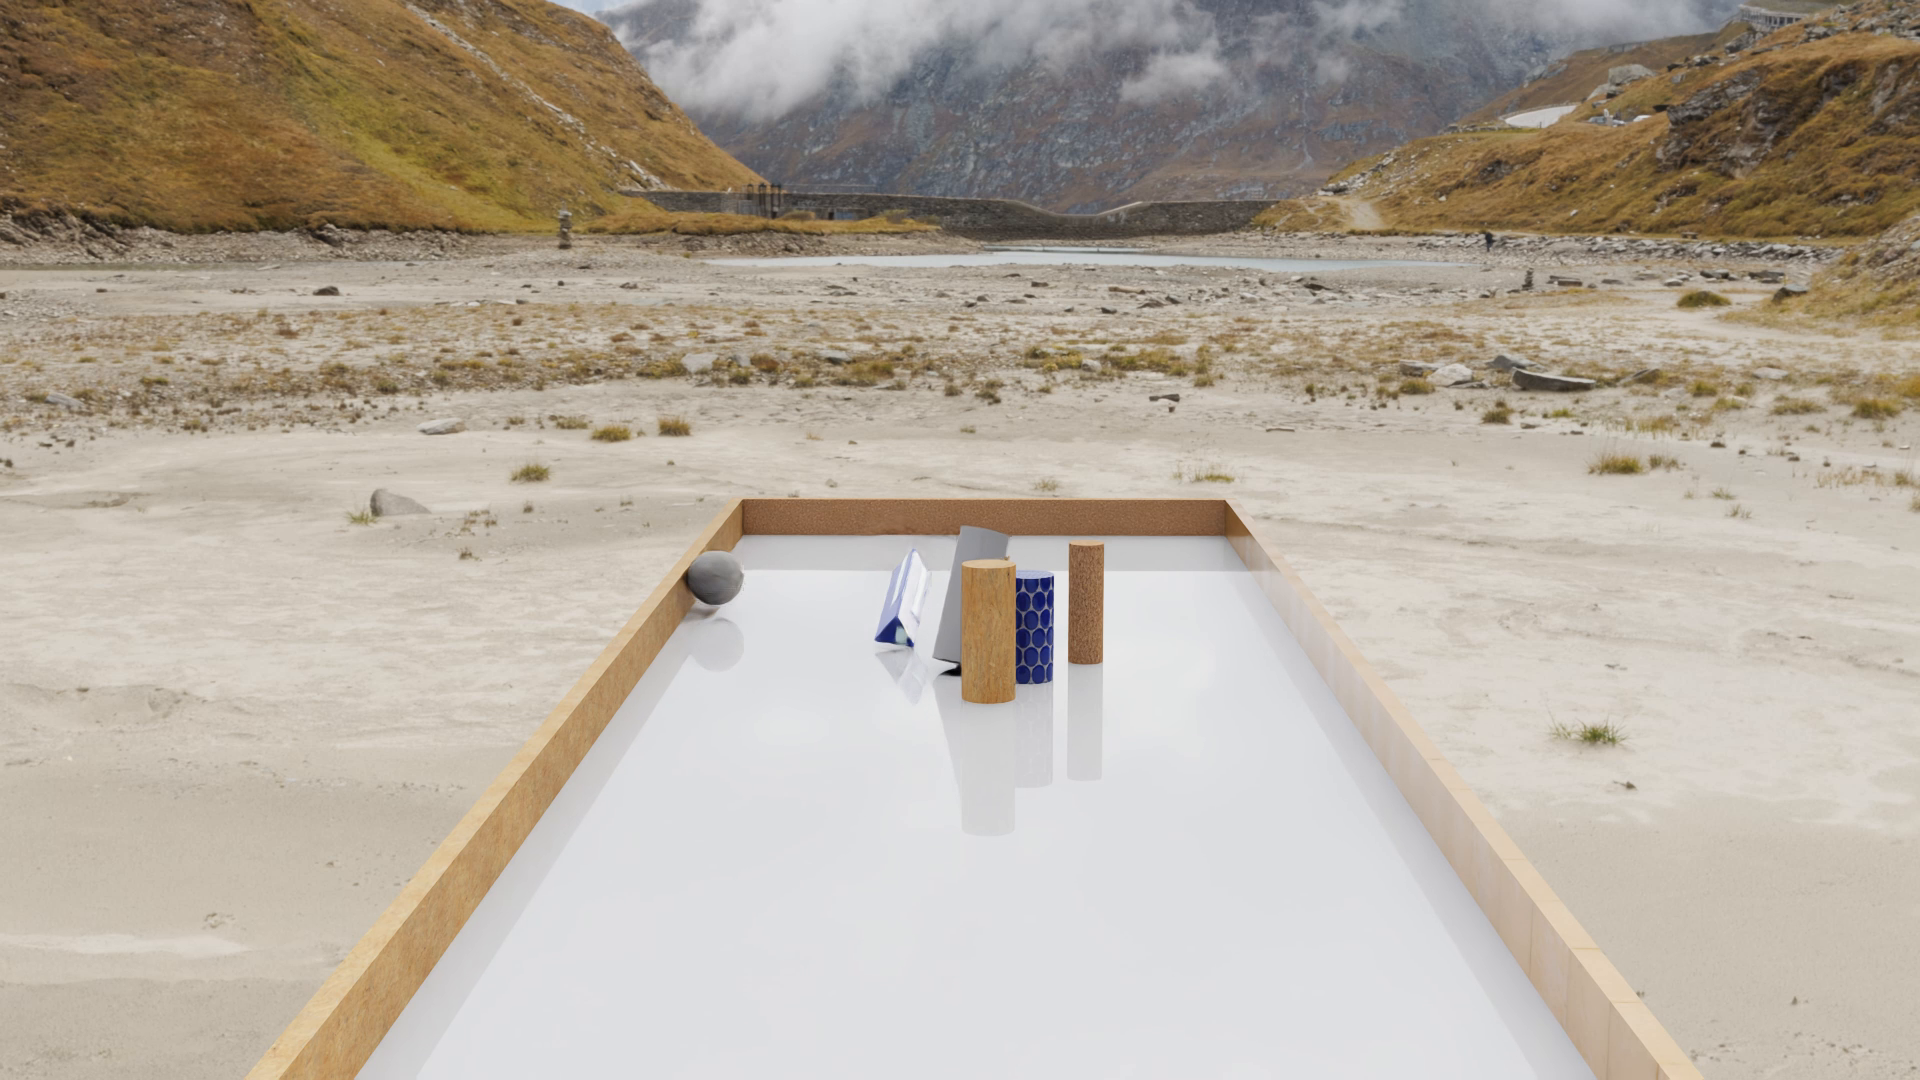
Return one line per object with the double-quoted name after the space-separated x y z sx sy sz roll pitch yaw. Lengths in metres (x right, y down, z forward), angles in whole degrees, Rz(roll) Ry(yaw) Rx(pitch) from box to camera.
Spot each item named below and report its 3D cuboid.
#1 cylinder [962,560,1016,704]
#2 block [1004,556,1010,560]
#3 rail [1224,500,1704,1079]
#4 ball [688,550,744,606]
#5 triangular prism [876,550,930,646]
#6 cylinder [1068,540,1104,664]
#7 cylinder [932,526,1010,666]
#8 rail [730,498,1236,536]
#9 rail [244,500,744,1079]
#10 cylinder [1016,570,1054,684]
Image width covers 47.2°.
0.080 0.256 6.175 0.152 0.383 0.152 0 9 0 "cylinder"
0.070 0.202 6.725 0.127 0.304 0.127 3 3 16 "block"
1.046 0.843 3.208 0.050 0.150 12.000 0 9 1 "rail"
-0.829 0.128 7.463 0.188 0.188 0.188 0 9 0 "ball"
-0.177 0.176 7.028 0.124 0.107 0.388 8 33 3 "triangular prism"
0.382 0.188 6.661 0.107 0.364 0.107 0 9 0 "cylinder"
0.032 0.170 6.564 0.149 0.403 0.149 12 -6 1 "cylinder"
0.099 -0.098 9.147 2.100 0.150 0.050 0 9 1 "rail"
-1.004 0.839 3.234 0.050 0.150 12.000 0 9 1 "rail"
0.199 0.253 6.422 0.151 0.310 0.151 0 9 0 "cylinder"
